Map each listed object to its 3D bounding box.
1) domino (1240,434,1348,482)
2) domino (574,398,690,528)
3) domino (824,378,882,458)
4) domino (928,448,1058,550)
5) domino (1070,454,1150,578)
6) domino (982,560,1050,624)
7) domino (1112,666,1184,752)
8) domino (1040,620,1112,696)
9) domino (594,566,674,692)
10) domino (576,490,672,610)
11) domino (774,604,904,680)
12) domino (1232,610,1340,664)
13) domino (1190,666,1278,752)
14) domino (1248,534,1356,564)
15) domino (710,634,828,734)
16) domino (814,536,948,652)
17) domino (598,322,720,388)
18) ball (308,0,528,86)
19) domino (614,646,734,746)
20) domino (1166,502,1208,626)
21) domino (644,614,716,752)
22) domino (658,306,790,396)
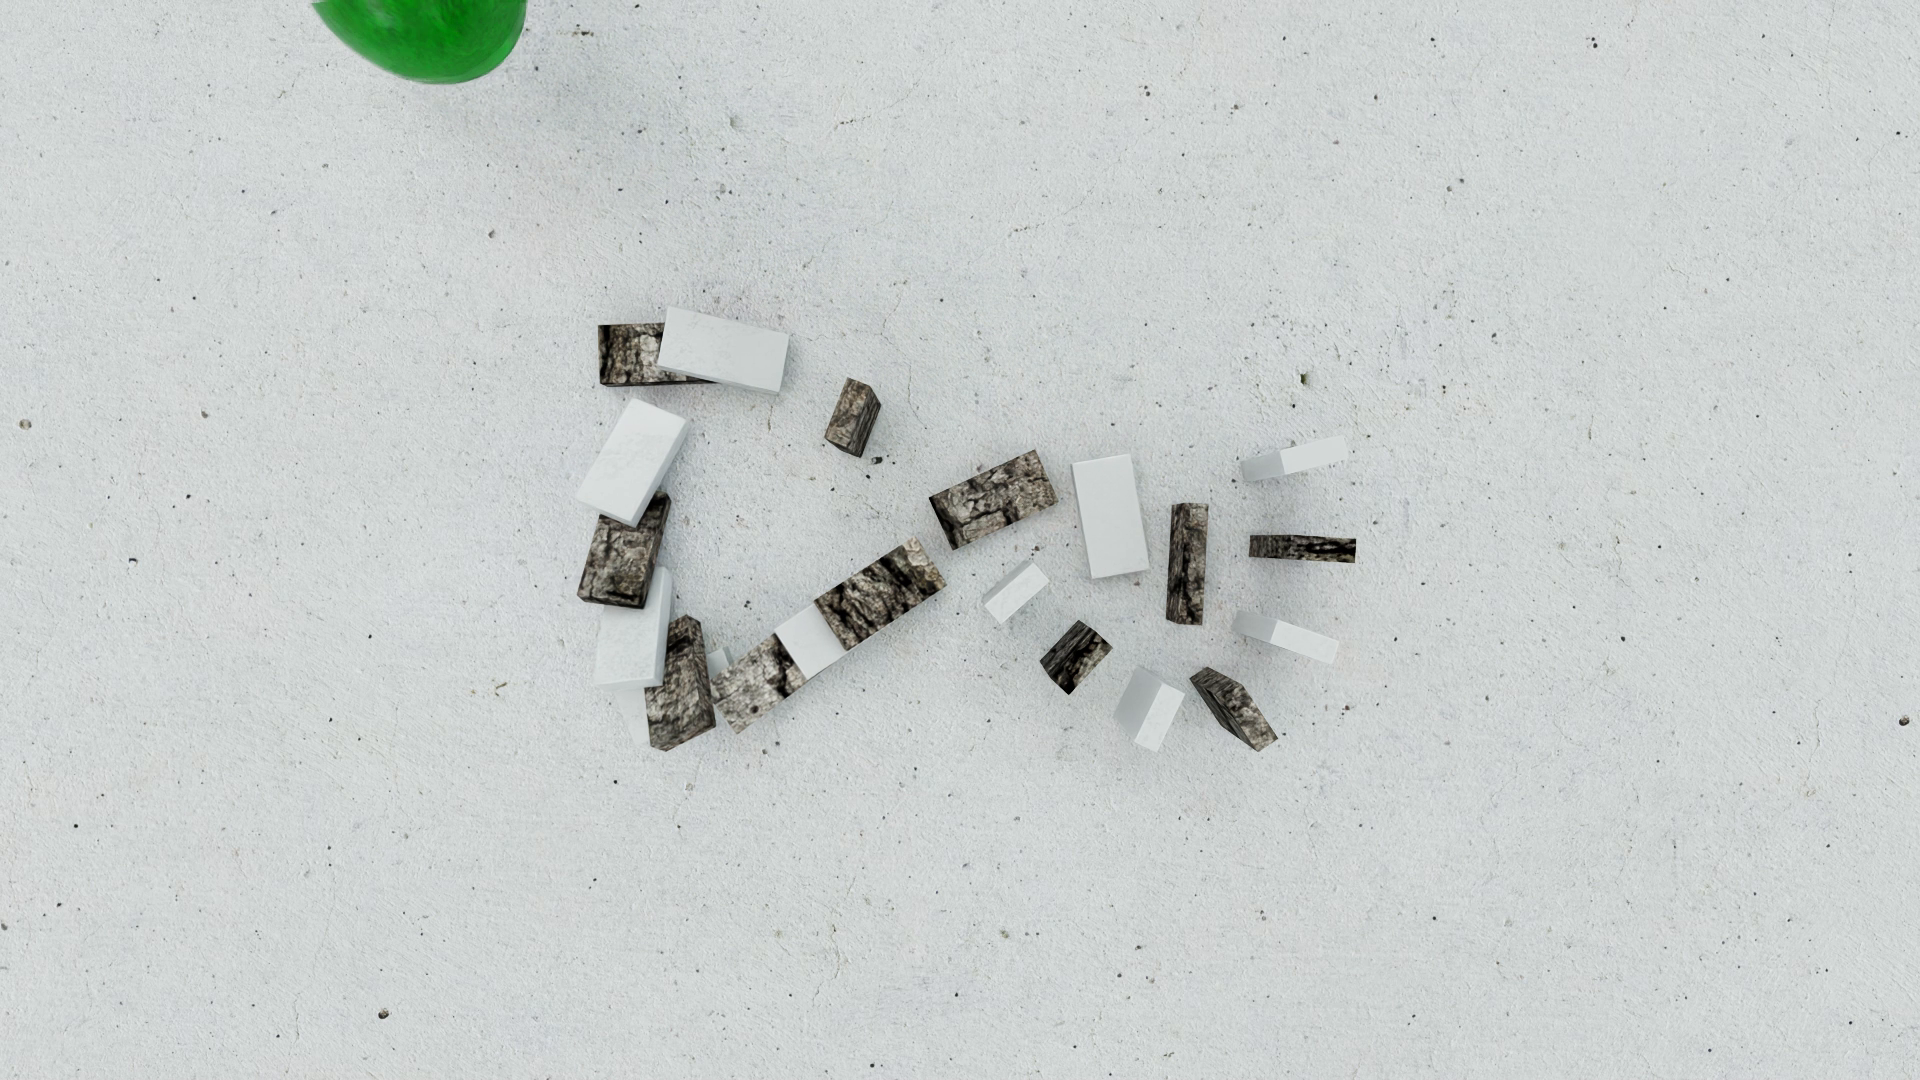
[{"bbox_3d":[0.135,-0.033,0.375,0.025,0.050,0.009,-14,90,0],"label":"domino"},{"bbox_3d":[-0.138,-0.033,0.388,0.025,0.009,0.050,23,72,0],"label":"domino"},{"bbox_3d":[-0.043,-0.049,0.375,0.009,0.050,0.025,21,90,0],"label":"domino"},{"bbox_3d":[0.014,-0.017,0.395,0.050,0.010,0.025,-24,90,0],"label":"domino"},{"bbox_3d":[0.064,-0.010,0.395,0.025,0.010,0.050,-10,90,0],"label":"domino"},{"bbox_3d":[0.022,0.020,0.375,0.025,0.050,0.009,-41,90,0],"label":"domino"},{"bbox_3d":[0.076,0.068,0.375,0.010,0.050,0.025,26,90,0],"label":"domino"},{"bbox_3d":[0.047,0.047,0.375,0.010,0.050,0.025,43,90,0],"label":"domino"},{"bbox_3d":[-0.136,0.037,0.383,0.025,0.010,0.050,-7,61,4],"label":"domino"},{"bbox_3d":[-0.141,0.003,0.386,0.025,0.010,0.050,7,68,0],"label":"domino"},{"bbox_3d":[-0.051,0.035,0.389,0.050,0.009,0.025,-34,90,-16],"label":"domino"},{"bbox_3d":[0.132,0.039,0.375,0.025,0.050,0.010,19,90,0],"label":"domino"},{"bbox_3d":[0.111,0.068,0.375,0.009,0.050,0.025,-34,90,0],"label":"domino"},{"bbox_3d":[0.139,0.003,0.375,0.025,0.050,0.009,4,90,0],"label":"domino"},{"bbox_3d":[-0.081,0.057,0.389,0.050,0.009,0.025,-37,92,-14],"label":"domino"},{"bbox_3d":[-0.033,0.022,0.385,0.050,0.009,0.025,-33,90,-16],"label":"domino"},{"bbox_3d":[-0.129,-0.080,0.395,0.050,0.009,0.025,-2,90,0],"label":"domino"},{"bbox_3d":[-0.214,-0.223,0.360,0.080,0.080,0.080,0,90,0],"label":"ball"},{"bbox_3d":[-0.120,0.067,0.395,0.050,0.010,0.025,-22,90,0],"label":"domino"},{"bbox_3d":[0.096,0.010,0.388,0.009,0.025,0.050,3,90,0],"label":"domino"},{"bbox_3d":[-0.117,0.058,0.378,0.025,0.009,0.050,-27,56,11],"label":"domino"},{"bbox_3d":[-0.100,-0.080,0.387,0.050,0.010,0.025,10,86,-18],"label":"domino"}]
